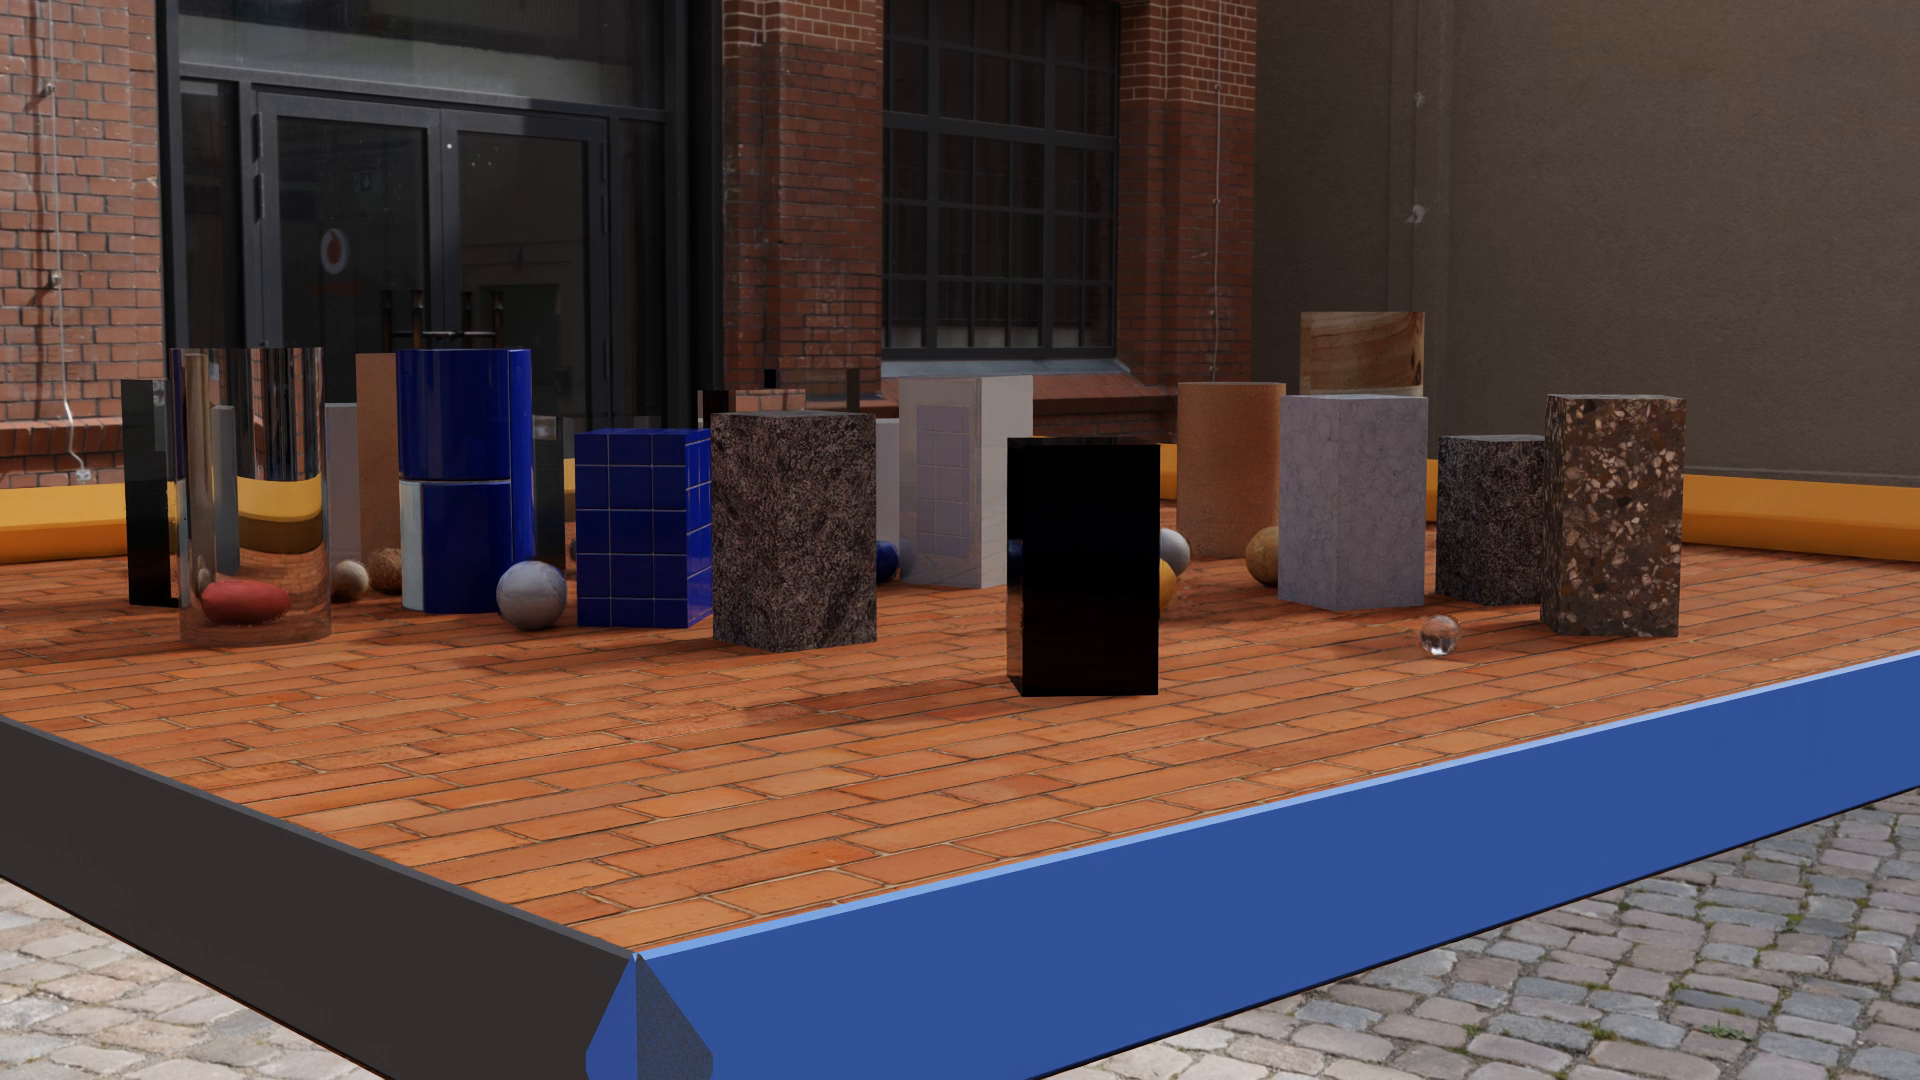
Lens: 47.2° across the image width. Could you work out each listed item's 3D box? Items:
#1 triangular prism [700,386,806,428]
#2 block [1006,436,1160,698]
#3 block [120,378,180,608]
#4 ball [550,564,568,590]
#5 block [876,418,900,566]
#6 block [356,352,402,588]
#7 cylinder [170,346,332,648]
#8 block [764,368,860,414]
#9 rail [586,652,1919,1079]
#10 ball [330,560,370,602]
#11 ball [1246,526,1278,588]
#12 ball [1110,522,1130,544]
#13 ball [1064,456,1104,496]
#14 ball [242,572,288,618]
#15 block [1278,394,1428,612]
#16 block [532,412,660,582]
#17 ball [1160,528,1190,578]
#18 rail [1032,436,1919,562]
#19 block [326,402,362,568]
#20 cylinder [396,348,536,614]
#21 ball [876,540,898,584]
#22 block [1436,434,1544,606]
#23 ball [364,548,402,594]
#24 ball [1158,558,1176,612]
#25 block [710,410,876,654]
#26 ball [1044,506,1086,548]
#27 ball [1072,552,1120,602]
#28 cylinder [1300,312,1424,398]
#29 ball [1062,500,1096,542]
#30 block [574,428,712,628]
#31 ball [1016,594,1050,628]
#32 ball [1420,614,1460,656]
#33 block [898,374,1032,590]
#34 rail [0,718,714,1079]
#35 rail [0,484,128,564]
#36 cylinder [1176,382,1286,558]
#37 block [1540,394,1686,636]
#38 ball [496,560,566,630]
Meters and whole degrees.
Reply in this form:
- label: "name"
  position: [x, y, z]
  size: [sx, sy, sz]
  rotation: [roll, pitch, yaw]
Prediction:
- label: "triangular prism"
  position: [-0.348, -0.074, 3.434]
  size: [0.172, 0.325, 0.149]
  rotation: [-3, 7, -26]
- label: "block"
  position: [0.144, 0.028, 2.614]
  size: [0.159, 0.291, 0.159]
  rotation: [-1, 6, -5]
- label: "block"
  position: [-1.158, -0.076, 3.368]
  size: [0.159, 0.342, 0.159]
  rotation: [3, 7, 25]
- label: "ball"
  position: [-0.620, 0.070, 3.265]
  size: [0.072, 0.072, 0.072]
  rotation: [0, 6, 0]
- label: "block"
  position: [-0.100, -0.087, 3.908]
  size: [0.159, 0.251, 0.159]
  rotation: [-1, 6, -14]
- label: "block"
  position: [-0.859, -0.114, 3.569]
  size: [0.159, 0.376, 0.159]
  rotation: [4, 7, 32]
- label: "cylinder"
  position: [-0.965, -0.064, 2.998]
  size: [0.199, 0.395, 0.199]
  rotation: [0, 6, 0]
- label: "block"
  position: [-0.289, -0.172, 4.334]
  size: [0.159, 0.332, 0.159]
  rotation: [1, 6, 7]
- label: "rail"
  position: [1.039, 0.150, 2.212]
  size: [3.302, 0.129, 0.045]
  rotation: [-5, 8, -42]
- label: "ball"
  position: [-0.940, 0.063, 3.376]
  size: [0.063, 0.063, 0.063]
  rotation: [0, 6, 0]
- label: "ball"
  position: [0.510, 0.027, 3.552]
  size: [0.098, 0.098, 0.098]
  rotation: [0, 6, 0]
- label: "ball"
  position: [0.308, -0.014, 4.228]
  size: [0.041, 0.041, 0.041]
  rotation: [0, 6, 0]
- label: "ball"
  position: [0.299, -0.155, 5.294]
  size: [0.099, 0.099, 0.099]
  rotation: [0, 6, 0]
- label: "ball"
  position: [-1.013, 0.080, 3.202]
  size: [0.065, 0.065, 0.065]
  rotation: [0, 6, 0]
- label: "block"
  position: [0.598, -0.062, 3.359]
  size: [0.159, 0.315, 0.159]
  rotation: [-3, 7, -24]
- label: "block"
  position: [-0.614, -0.077, 3.725]
  size: [0.159, 0.269, 0.159]
  rotation: [-4, 7, -36]
- label: "ball"
  position: [0.338, 0.024, 3.640]
  size: [0.086, 0.086, 0.086]
  rotation: [0, 6, 0]
- label: "rail"
  position: [1.196, -0.081, 4.429]
  size: [0.045, 0.129, 3.110]
  rotation: [-5, 8, -42]
- label: "block"
  position: [-1.055, -0.101, 3.907]
  size: [0.159, 0.279, 0.159]
  rotation: [-2, 6, -20]
- label: "cylinder"
  position: [-0.745, -0.094, 3.320]
  size: [0.199, 0.387, 0.199]
  rotation: [0, 6, 0]
- label: "ball"
  position: [-0.137, 0.035, 3.608]
  size: [0.071, 0.071, 0.071]
  rotation: [0, 6, 0]
- label: "block"
  position: [0.851, -0.034, 3.415]
  size: [0.159, 0.249, 0.159]
  rotation: [-2, 6, -17]
- label: "ball"
  position: [-0.901, 0.048, 3.468]
  size: [0.074, 0.074, 0.074]
  rotation: [0, 6, 0]
- label: "ball"
  position: [0.274, 0.066, 3.229]
  size: [0.088, 0.088, 0.088]
  rotation: [0, 6, 0]
- label: "block"
  position: [-0.224, -0.016, 2.963]
  size: [0.159, 0.307, 0.159]
  rotation: [-5, 8, -39]
- label: "ball"
  position: [0.197, -0.025, 4.149]
  size: [0.080, 0.080, 0.080]
  rotation: [0, 6, 0]
- label: "ball"
  position: [0.209, 0.057, 3.368]
  size: [0.076, 0.076, 0.076]
  rotation: [0, 6, 0]
- label: "cylinder"
  position: [0.654, -0.151, 3.596]
  size: [0.199, 0.443, 0.199]
  rotation: [0, 6, 0]
- label: "ball"
  position: [0.223, -0.036, 4.243]
  size: [0.082, 0.082, 0.082]
  rotation: [0, 6, 0]
- label: "block"
  position: [-0.453, -0.020, 3.169]
  size: [0.159, 0.272, 0.159]
  rotation: [1, 6, 7]
- label: "ball"
  position: [0.102, 0.099, 3.106]
  size: [0.048, 0.048, 0.048]
  rotation: [0, 6, 0]
- label: "ball"
  position: [0.623, 0.123, 2.853]
  size: [0.052, 0.052, 0.052]
  rotation: [0, 6, 0]
- label: "block"
  position: [0.010, -0.101, 3.623]
  size: [0.159, 0.339, 0.159]
  rotation: [4, 7, 33]
- label: "rail"
  position: [-1.196, 0.148, 2.234]
  size: [0.045, 0.129, 3.110]
  rotation: [-5, 8, -42]
- label: "rail"
  position: [-1.039, -0.083, 4.451]
  size: [3.302, 0.129, 0.045]
  rotation: [-5, 8, -42]
- label: "cylinder"
  position: [0.501, -0.133, 4.064]
  size: [0.199, 0.312, 0.199]
  rotation: [0, 6, 0]
- label: "block"
  position: [0.912, -0.038, 3.082]
  size: [0.159, 0.325, 0.159]
  rotation: [1, 6, 5]
- label: "ball"
  position: [-0.600, 0.077, 3.077]
  size: [0.098, 0.098, 0.098]
  rotation: [0, 6, 0]
